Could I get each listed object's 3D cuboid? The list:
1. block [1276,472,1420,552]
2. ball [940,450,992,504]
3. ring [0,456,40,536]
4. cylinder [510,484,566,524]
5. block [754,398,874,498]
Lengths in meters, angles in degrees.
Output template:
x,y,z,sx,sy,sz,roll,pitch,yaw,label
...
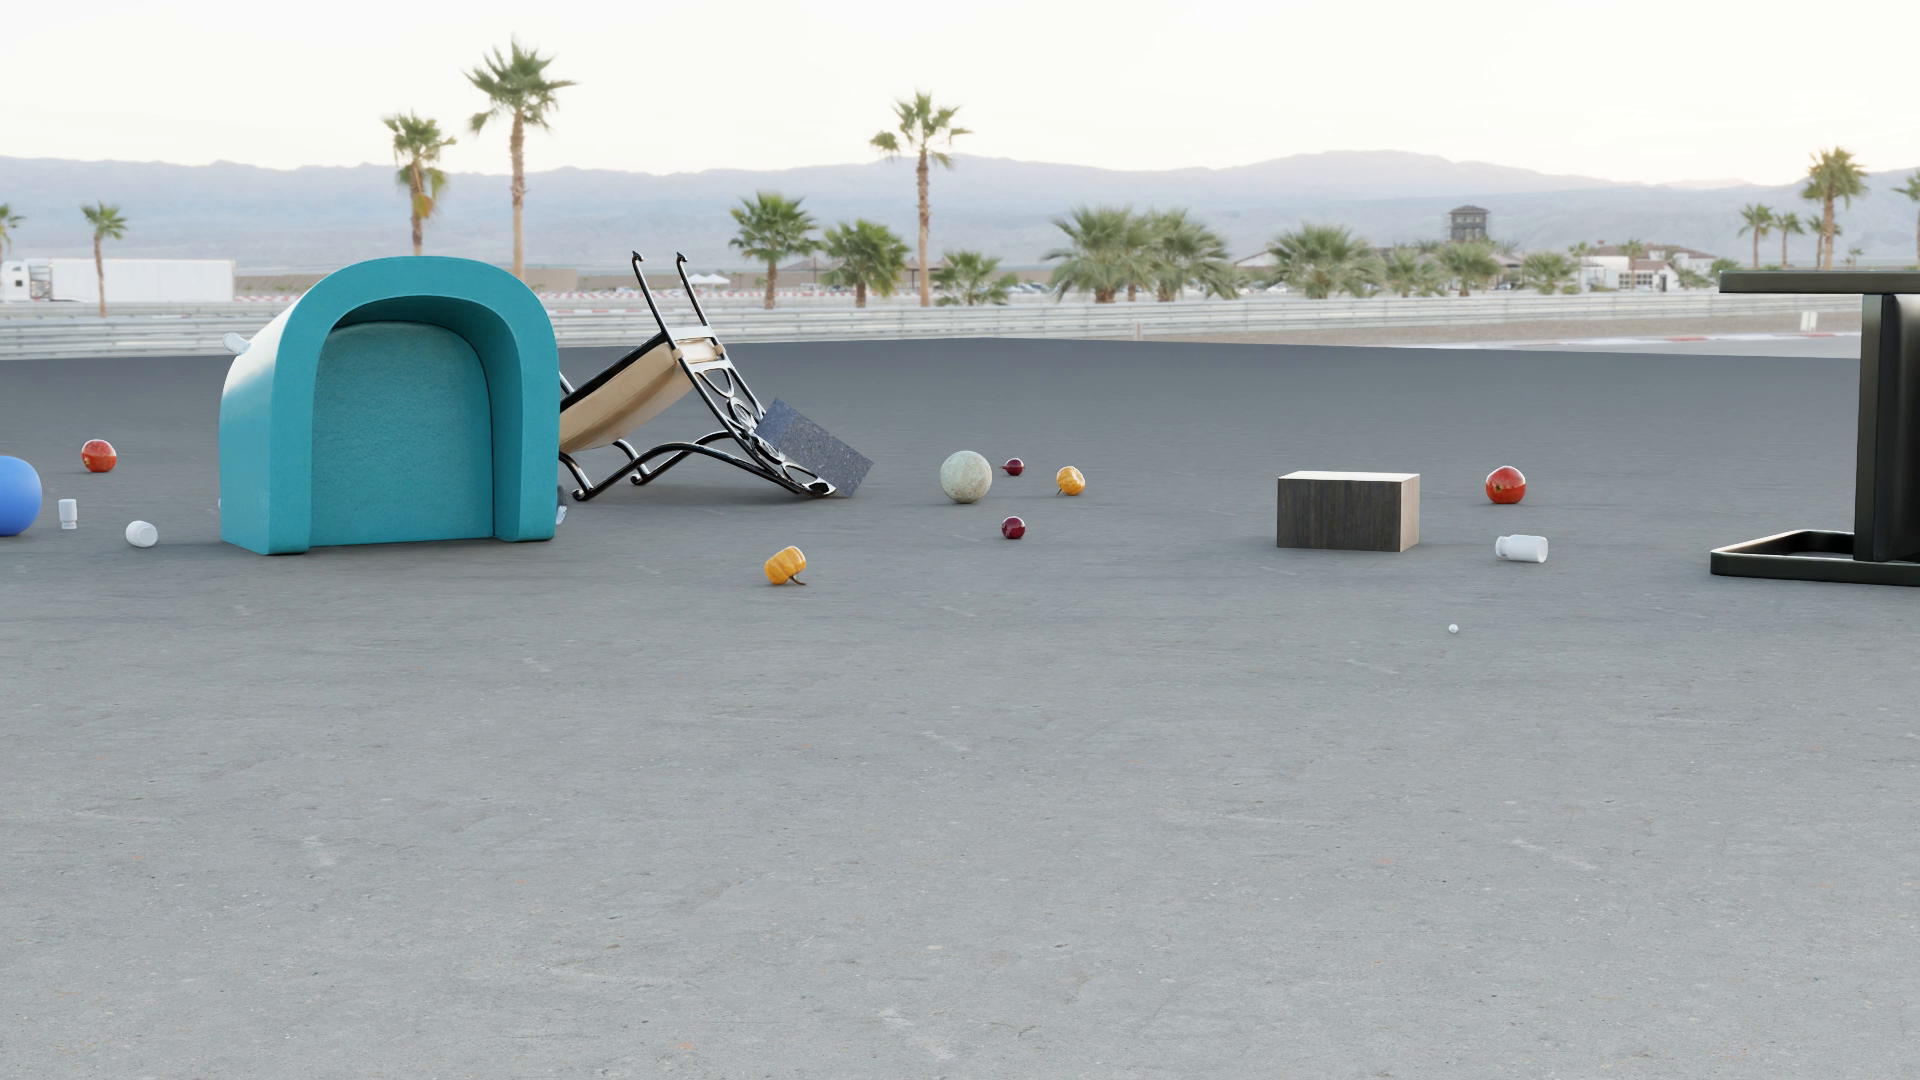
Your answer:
x,y,z,sx,sy,sz,roll,pitch,yaw,label
0.953,-0.072,6.286,0.301,0.169,0.238,2,6,20,block
0.016,-0.183,7.445,0.153,0.153,0.153,0,6,0,ball
-2.439,-0.108,6.495,0.198,0.221,0.161,48,29,22,ring
-1.121,-0.095,6.826,0.108,0.103,0.187,0,1,3,cylinder
-0.437,-0.275,7.642,0.295,0.125,0.198,34,0,-29,block
